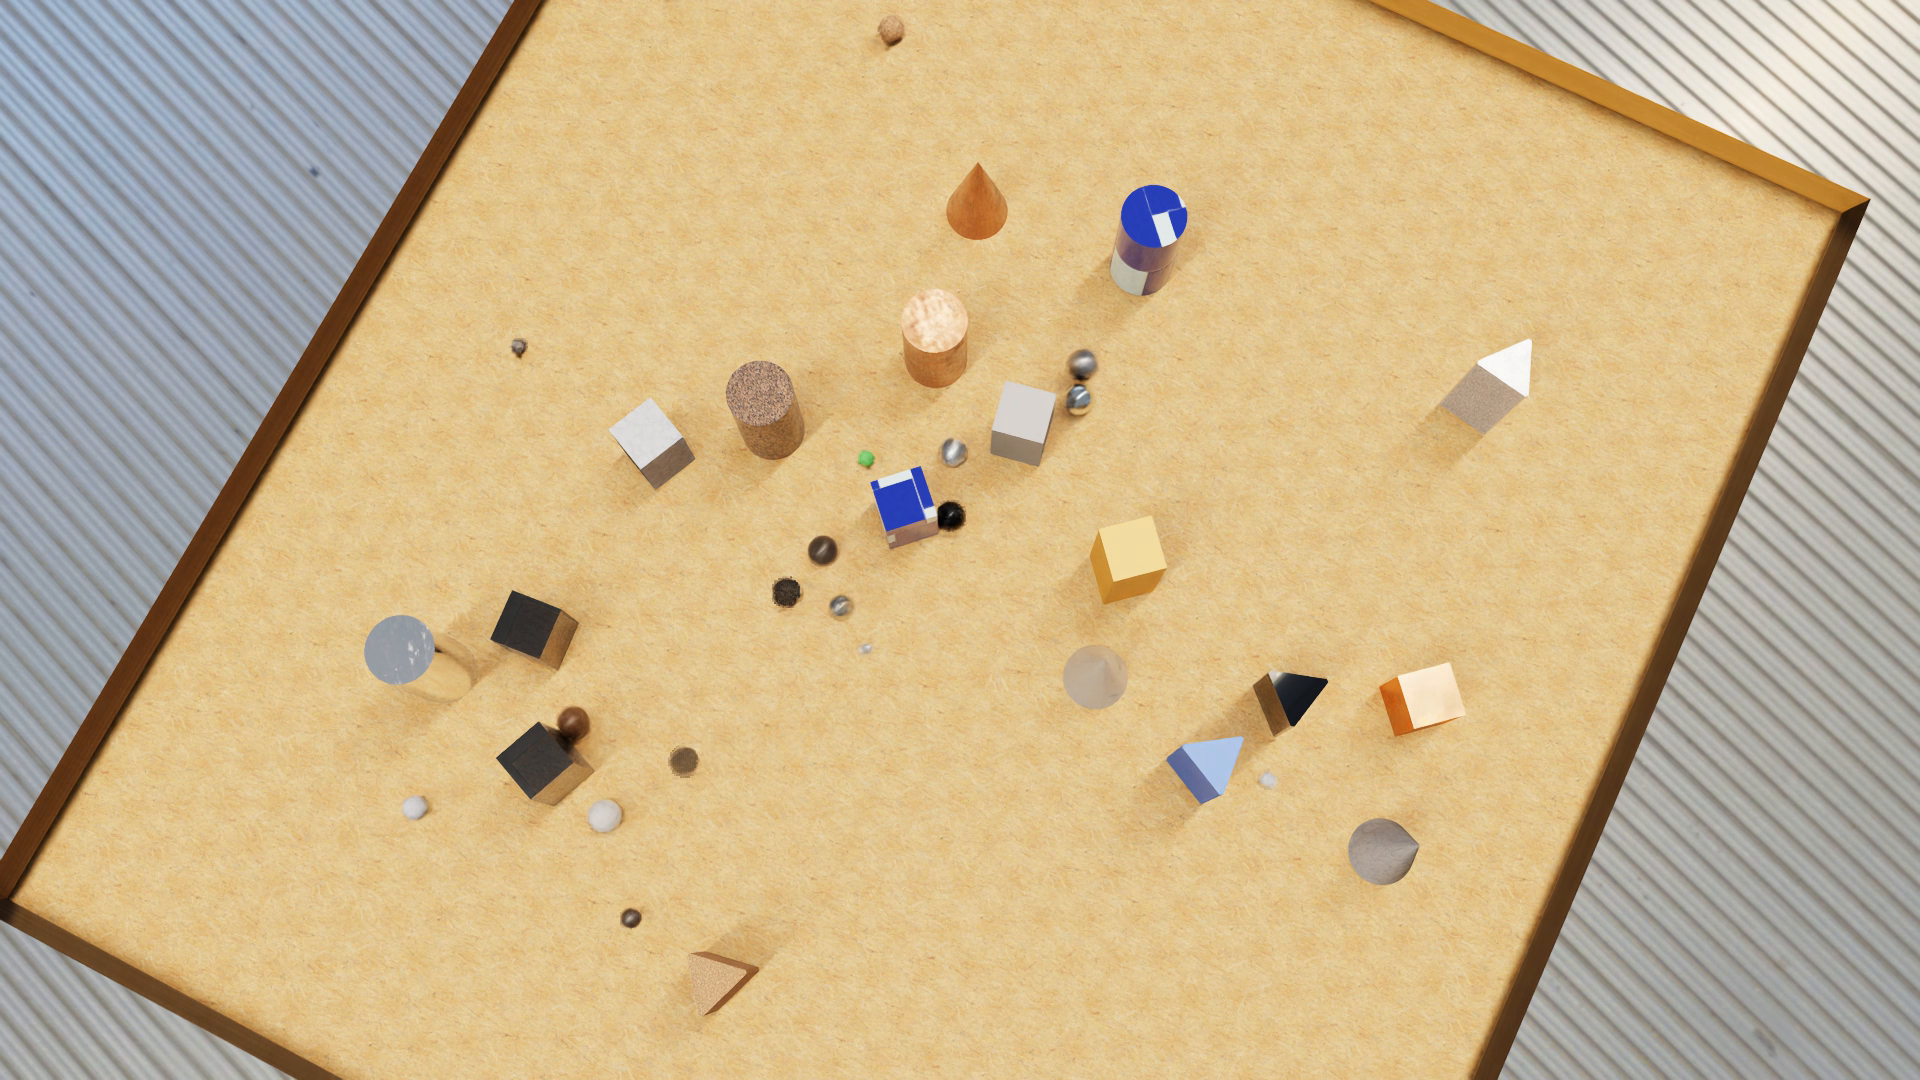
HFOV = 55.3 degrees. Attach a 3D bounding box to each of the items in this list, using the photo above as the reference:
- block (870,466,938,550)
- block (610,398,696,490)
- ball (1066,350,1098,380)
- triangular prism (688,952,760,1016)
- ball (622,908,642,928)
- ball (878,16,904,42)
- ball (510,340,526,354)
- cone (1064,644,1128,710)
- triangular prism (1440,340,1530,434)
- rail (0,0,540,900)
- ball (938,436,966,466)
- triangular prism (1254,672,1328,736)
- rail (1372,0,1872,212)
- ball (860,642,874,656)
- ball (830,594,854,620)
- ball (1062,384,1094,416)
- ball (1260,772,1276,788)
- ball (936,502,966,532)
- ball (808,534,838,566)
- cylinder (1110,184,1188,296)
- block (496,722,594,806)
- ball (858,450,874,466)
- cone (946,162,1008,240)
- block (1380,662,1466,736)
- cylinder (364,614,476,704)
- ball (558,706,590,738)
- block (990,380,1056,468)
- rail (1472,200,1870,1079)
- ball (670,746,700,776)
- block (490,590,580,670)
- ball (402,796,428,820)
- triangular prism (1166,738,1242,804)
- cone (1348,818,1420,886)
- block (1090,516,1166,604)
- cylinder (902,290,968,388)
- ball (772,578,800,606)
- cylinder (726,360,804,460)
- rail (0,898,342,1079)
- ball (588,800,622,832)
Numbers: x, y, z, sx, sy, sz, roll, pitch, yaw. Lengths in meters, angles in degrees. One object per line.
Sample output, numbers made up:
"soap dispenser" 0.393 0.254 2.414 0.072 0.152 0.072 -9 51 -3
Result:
"block" -0.165 -0.094 5.499 0.157 0.269 0.157 -18 79 -4
"block" -0.928 -0.288 5.539 0.157 0.269 0.157 -39 81 -7
"ball" 0.376 -0.542 5.679 0.097 0.097 0.097 0 78 0
"triangular prism" -0.698 1.225 5.193 0.170 0.332 0.147 -43 81 -8
"ball" -0.961 1.107 5.358 0.058 0.058 0.058 0 78 0
"ball" -0.224 -1.650 5.916 0.082 0.082 0.082 0 78 0
"ball" -1.378 -0.602 5.717 0.048 0.048 0.048 0 78 0
"cone" 0.409 0.374 5.340 0.196 0.389 0.196 0 78 0
"triangular prism" 1.605 -0.478 5.497 0.170 0.427 0.147 36 81 7
"rail" -1.817 -0.883 5.733 0.045 0.127 4.469 26 80 5
"ball" -0.023 -0.272 5.628 0.088 0.088 0.088 0 78 0
"triangular prism" 0.941 0.450 5.373 0.147 0.294 0.170 38 81 7
"rail" 0.989 -1.929 5.950 4.111 0.127 0.045 26 80 5
"ball" -0.282 0.329 5.527 0.042 0.042 0.042 0 78 0
"ball" -0.356 0.201 5.536 0.076 0.076 0.076 0 78 0
"ball" 0.365 -0.433 5.657 0.096 0.096 0.096 0 78 0
"ball" 0.913 0.711 5.446 0.046 0.046 0.046 0 78 0
"ball" -0.029 -0.071 5.583 0.094 0.094 0.094 0 78 0
"ball" -0.417 0.030 5.564 0.092 0.092 0.092 0 78 0
"cylinder" 0.570 -0.909 5.589 0.196 0.423 0.196 0 78 0
"block" -1.200 0.653 5.323 0.157 0.311 0.157 -41 81 -8
"ball" -0.287 -0.250 5.643 0.049 0.049 0.049 0 78 0
"cone" 0.054 -1.087 5.643 0.196 0.388 0.196 0 78 0
"block" 1.359 0.472 5.395 0.157 0.242 0.157 -15 79 -3
"cylinder" -1.558 0.350 5.313 0.196 0.453 0.196 0 78 0
"ball" -1.150 0.544 5.455 0.096 0.096 0.096 0 78 0
"block" 0.190 -0.349 5.544 0.157 0.284 0.157 15 79 3
"rail" 1.817 0.897 5.365 0.045 0.127 4.469 26 80 5
"ball" -0.817 0.656 5.438 0.084 0.084 0.084 0 78 0
"block" -1.258 0.270 5.431 0.157 0.254 0.157 21 79 4
"ball" -1.610 0.791 5.416 0.072 0.072 0.072 0 78 0
"triangular prism" 0.727 0.634 5.275 0.147 0.413 0.170 -37 81 -7
"cone" 1.247 0.875 5.198 0.196 0.466 0.196 0 78 0
"block" 0.492 0.064 5.404 0.157 0.390 0.157 -14 79 -3
"cylinder" -0.075 -0.606 5.556 0.196 0.365 0.196 0 78 0
"ball" -0.524 0.158 5.541 0.085 0.085 0.085 0 78 0
"cylinder" -0.579 -0.384 5.491 0.196 0.402 0.196 0 78 0
"rail" -0.989 1.943 5.148 4.111 0.127 0.045 26 80 5
"ball" -1.045 0.813 5.398 0.098 0.098 0.098 0 78 0
